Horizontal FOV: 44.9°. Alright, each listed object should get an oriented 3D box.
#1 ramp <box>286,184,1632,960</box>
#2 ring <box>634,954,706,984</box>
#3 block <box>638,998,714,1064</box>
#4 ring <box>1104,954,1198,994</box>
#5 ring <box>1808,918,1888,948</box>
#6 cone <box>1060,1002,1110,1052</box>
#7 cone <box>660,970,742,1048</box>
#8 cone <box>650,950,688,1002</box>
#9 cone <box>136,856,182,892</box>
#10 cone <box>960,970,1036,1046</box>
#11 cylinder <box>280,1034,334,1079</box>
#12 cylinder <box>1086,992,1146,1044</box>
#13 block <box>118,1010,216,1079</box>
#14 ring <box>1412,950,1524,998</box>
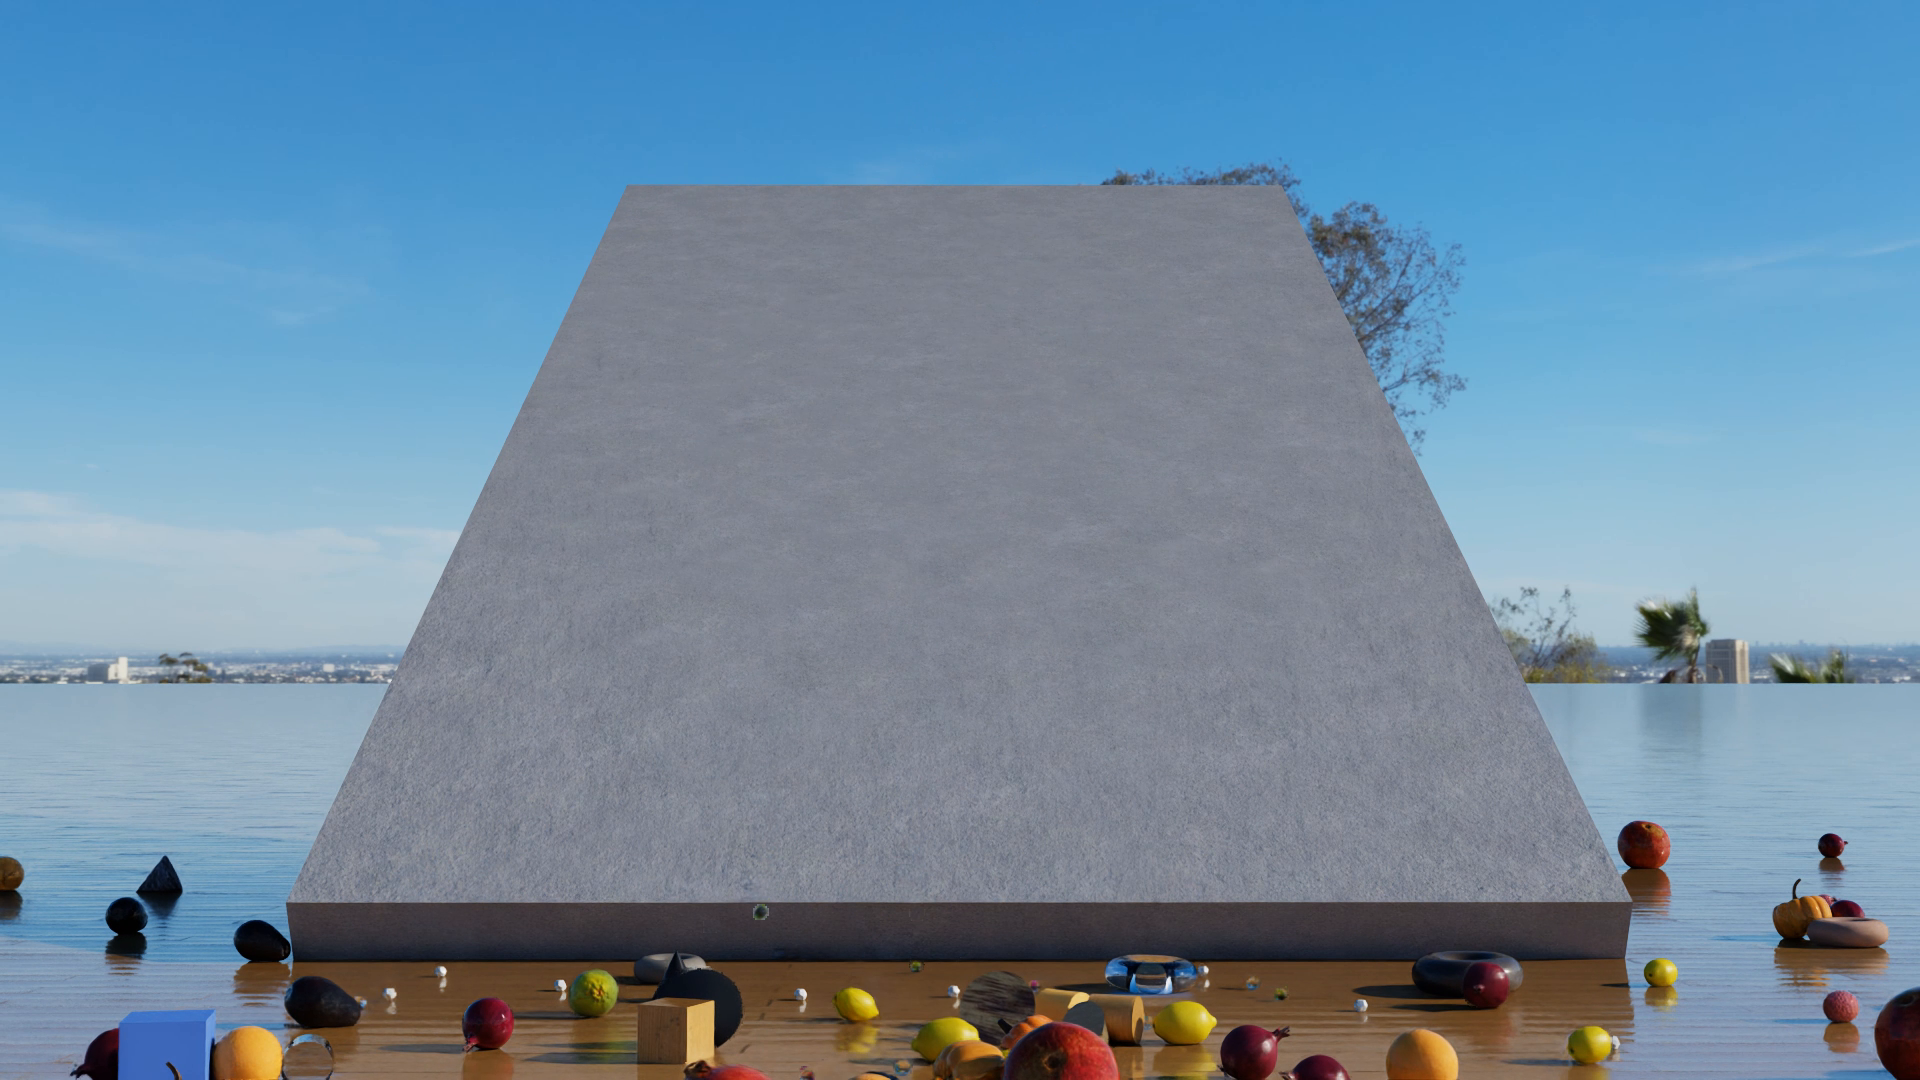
[{"bbox_3d":[-0.008,-0.228,5.300,2.000,0.100,4.000,0,24,0],"label":"ramp"},{"bbox_3d":[-0.404,0.598,3.241,0.101,0.034,0.101,0,-2,0],"label":"ring"},{"bbox_3d":[-0.315,0.545,2.582,0.062,0.062,0.062,-1,-4,22],"label":"block"},{"bbox_3d":[0.259,0.589,3.154,0.126,0.042,0.126,1,-3,0],"label":"ring"},{"bbox_3d":[1.403,0.620,3.676,0.122,0.041,0.122,-1,-5,0],"label":"ring"},{"bbox_3d":[0.156,0.567,2.658,0.060,0.060,0.060,-3,-31,41],"label":"cone"},{"bbox_3d":[-0.295,0.560,2.690,0.098,0.098,0.098,0,-30,1],"label":"cone"},{"bbox_3d":[-0.371,0.569,3.042,0.067,0.067,0.067,0,-3,0],"label":"cone"},{"bbox_3d":[-1.589,0.676,4.587,0.079,0.079,0.079,-27,4,-15],"label":"cone"},{"bbox_3d":[0.053,0.564,2.730,0.090,0.090,0.090,-1,-30,15],"label":"cone"},{"bbox_3d":[-0.672,0.539,2.396,0.052,0.052,0.052,1,-3,-13],"label":"cylinder"},{"bbox_3d":[0.179,0.555,2.693,0.055,0.055,0.055,-11,-7,22],"label":"cylinder"},{"bbox_3d":[-0.797,0.520,2.338,0.082,0.082,0.082,1,-3,-11],"label":"block"},{"bbox_3d":[0.682,0.583,3.127,0.148,0.049,0.148,-1,-3,0],"label":"ring"}]
